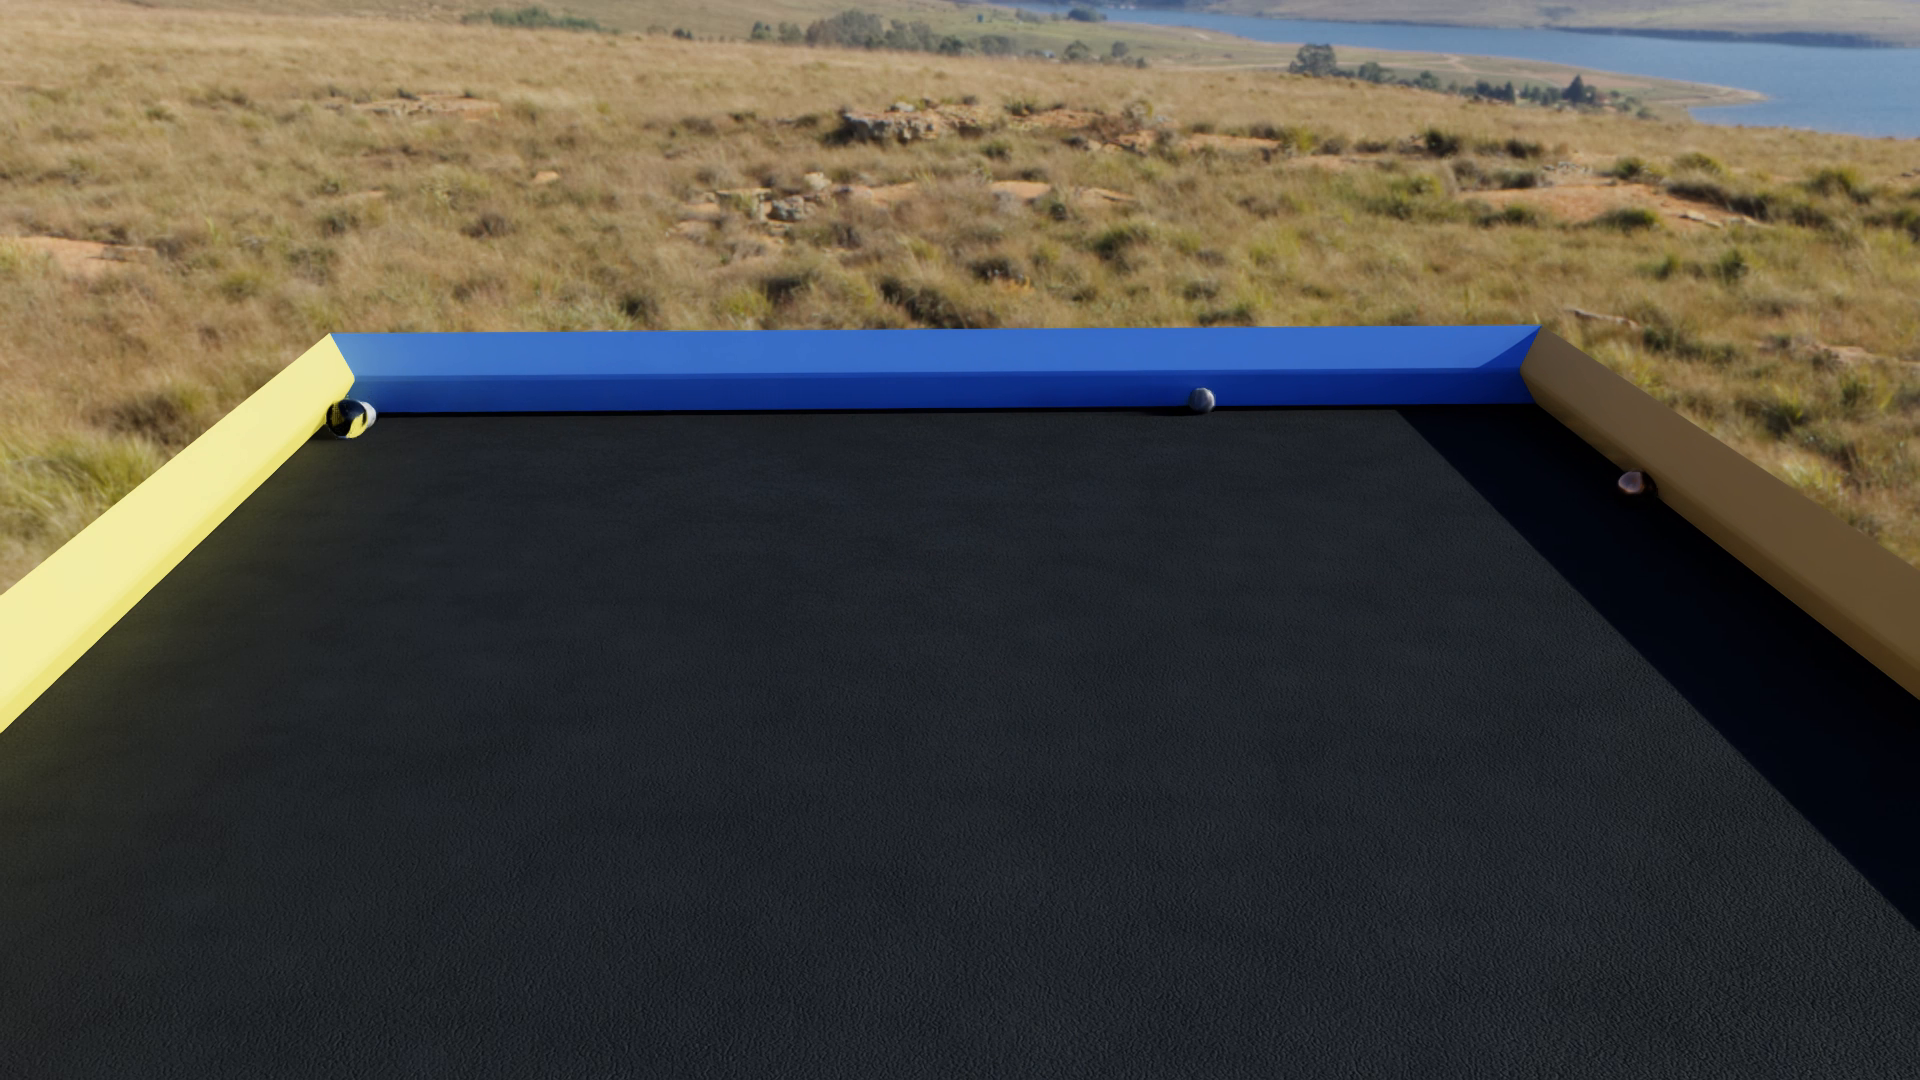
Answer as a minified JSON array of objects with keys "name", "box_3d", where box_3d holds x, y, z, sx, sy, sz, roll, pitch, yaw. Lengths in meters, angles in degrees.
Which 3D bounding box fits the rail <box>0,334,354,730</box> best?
[{"name":"rail","box_3d":[-0.914,0.209,1.874,0.045,0.126,3.369,-1,16,-2]}]

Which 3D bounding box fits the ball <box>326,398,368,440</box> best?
[{"name":"ball","box_3d":[-0.928,-0.184,3.330,0.062,0.062,0.062,0,16,0]}]

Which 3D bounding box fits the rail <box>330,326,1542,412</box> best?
[{"name":"rail","box_3d":[-0.029,-0.268,3.499,1.936,0.126,0.045,-1,16,-2]}]

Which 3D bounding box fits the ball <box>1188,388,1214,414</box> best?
[{"name":"ball","box_3d":[0.383,-0.221,3.493,0.041,0.041,0.041,0,16,0]}]

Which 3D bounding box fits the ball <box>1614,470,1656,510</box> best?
[{"name":"ball","box_3d":[0.905,-0.067,2.948,0.053,0.053,0.053,0,16,0]}]

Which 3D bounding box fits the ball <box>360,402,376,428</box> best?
[{"name":"ball","box_3d":[-0.922,-0.192,3.388,0.044,0.044,0.044,0,16,0]}]

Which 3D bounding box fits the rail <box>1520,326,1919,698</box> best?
[{"name":"rail","box_3d":[0.973,0.190,1.938,0.045,0.126,3.369,-1,16,-2]}]
